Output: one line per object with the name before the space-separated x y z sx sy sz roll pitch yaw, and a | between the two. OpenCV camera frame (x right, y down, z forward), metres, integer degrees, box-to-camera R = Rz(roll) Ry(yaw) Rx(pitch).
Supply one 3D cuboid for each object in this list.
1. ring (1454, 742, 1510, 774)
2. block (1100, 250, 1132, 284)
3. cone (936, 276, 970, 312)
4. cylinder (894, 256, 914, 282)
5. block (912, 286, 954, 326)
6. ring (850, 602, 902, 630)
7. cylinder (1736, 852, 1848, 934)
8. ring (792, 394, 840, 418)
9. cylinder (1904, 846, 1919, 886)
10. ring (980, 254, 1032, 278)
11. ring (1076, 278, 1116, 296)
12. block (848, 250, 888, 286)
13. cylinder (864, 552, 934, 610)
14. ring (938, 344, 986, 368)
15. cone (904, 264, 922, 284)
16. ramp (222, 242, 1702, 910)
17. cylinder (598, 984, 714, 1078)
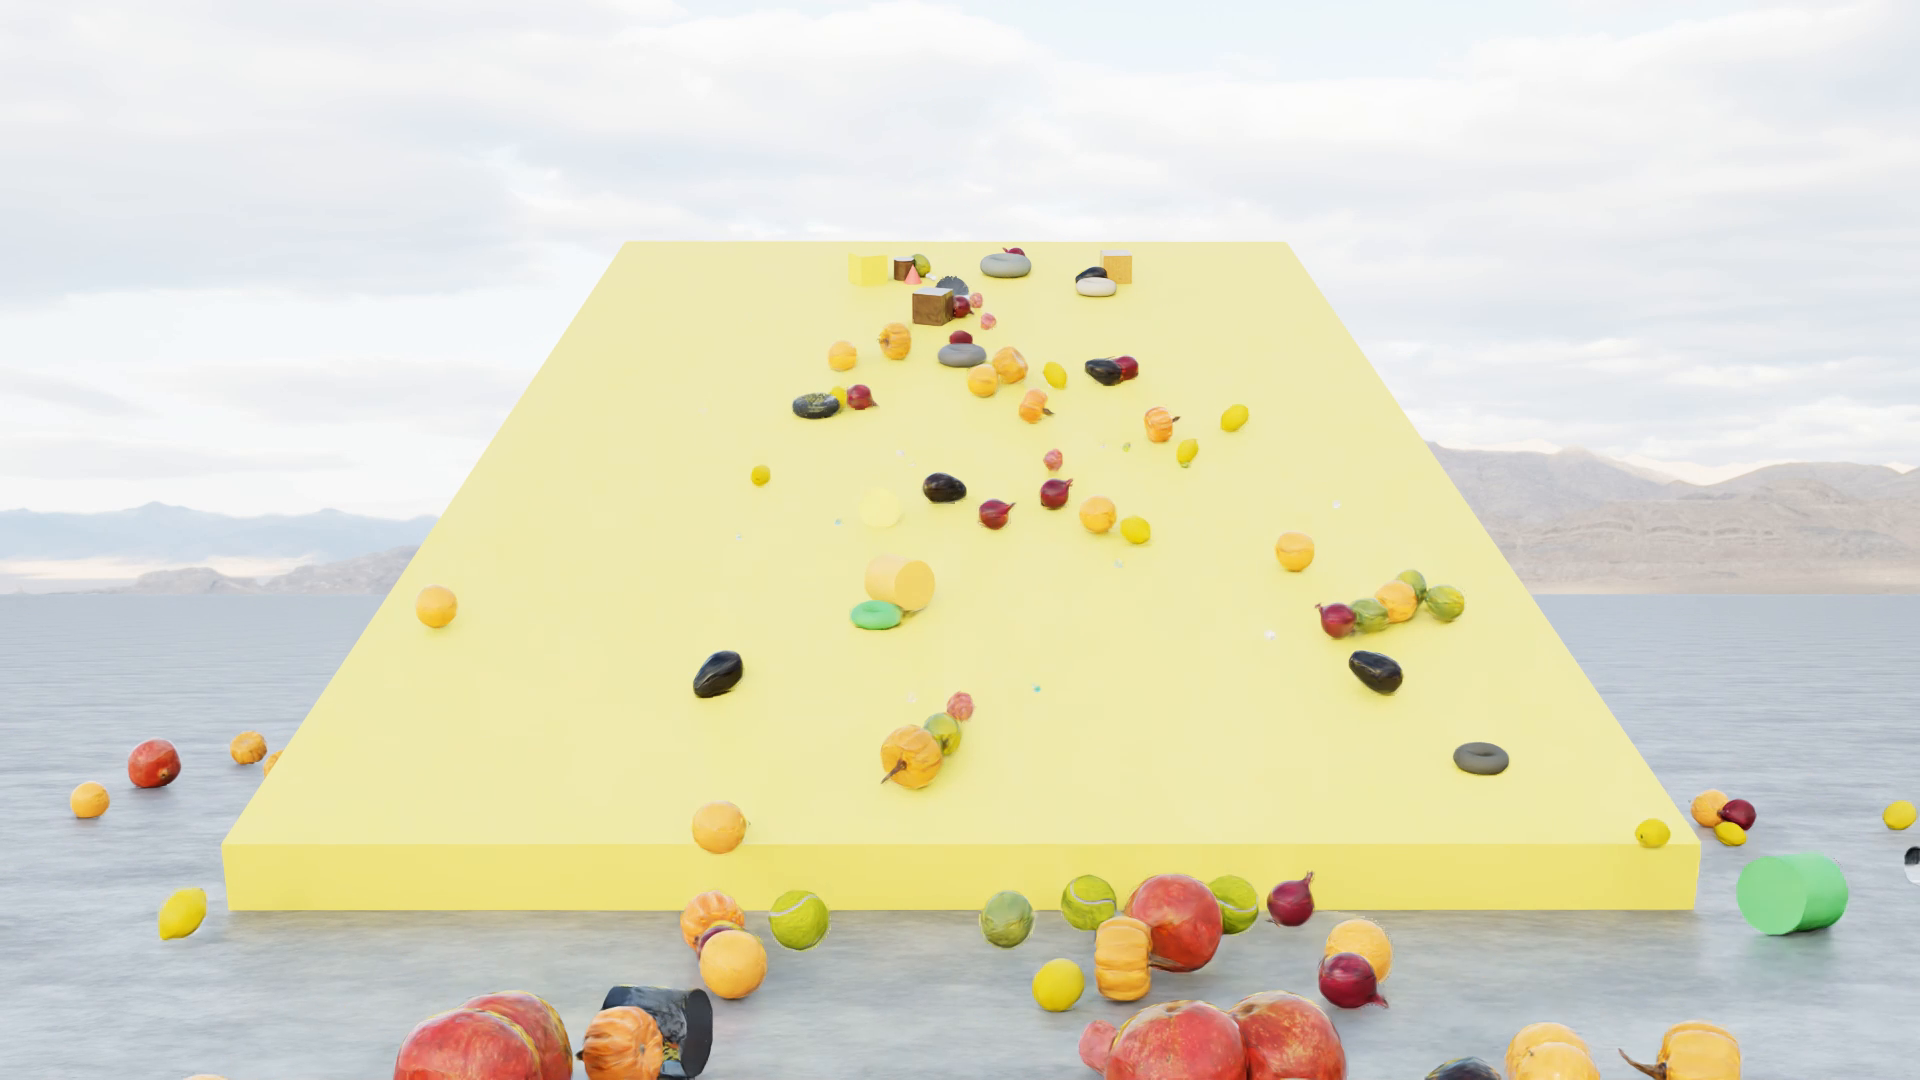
ring | 0.758 0.317 3.277 0.080 0.027 0.080 0 18 0
block | 0.434 -0.763 6.298 0.080 0.080 0.080 -1 19 -4
cone | -0.027 -0.645 6.015 0.095 0.095 0.095 0 -8 -7
cylinder | -0.158 -0.761 6.323 0.057 0.057 0.057 0 19 0
block | -0.071 -0.605 5.840 0.081 0.081 0.081 8 21 21
ring | -0.142 0.127 3.815 0.087 0.029 0.087 1 19 0
cylinder | 1.063 0.451 2.880 0.098 0.098 0.098 2 -2 -38
ring | -0.321 -0.299 5.027 0.109 0.036 0.109 -2 22 1
cylinder | 1.441 0.482 3.338 0.057 0.057 0.057 0 -1 -14
ring | 0.130 -0.777 6.387 0.147 0.049 0.147 1 20 0
ring | 0.372 -0.690 6.156 0.113 0.038 0.113 1 18 0
block | -0.256 -0.758 6.280 0.081 0.081 0.081 -10 22 -27
cylinder | -0.104 0.072 3.870 0.087 0.087 0.087 1 8 -38
ring | 0.004 -0.446 5.449 0.120 0.040 0.120 1 19 0
cone | -0.131 -0.742 6.277 0.052 0.052 0.052 0 19 0
ramp | -0.004 -0.199 4.950 2.000 0.100 4.000 0 19 0
cylinder | -0.275 0.444 2.038 0.078 0.078 0.078 0 -1 17
